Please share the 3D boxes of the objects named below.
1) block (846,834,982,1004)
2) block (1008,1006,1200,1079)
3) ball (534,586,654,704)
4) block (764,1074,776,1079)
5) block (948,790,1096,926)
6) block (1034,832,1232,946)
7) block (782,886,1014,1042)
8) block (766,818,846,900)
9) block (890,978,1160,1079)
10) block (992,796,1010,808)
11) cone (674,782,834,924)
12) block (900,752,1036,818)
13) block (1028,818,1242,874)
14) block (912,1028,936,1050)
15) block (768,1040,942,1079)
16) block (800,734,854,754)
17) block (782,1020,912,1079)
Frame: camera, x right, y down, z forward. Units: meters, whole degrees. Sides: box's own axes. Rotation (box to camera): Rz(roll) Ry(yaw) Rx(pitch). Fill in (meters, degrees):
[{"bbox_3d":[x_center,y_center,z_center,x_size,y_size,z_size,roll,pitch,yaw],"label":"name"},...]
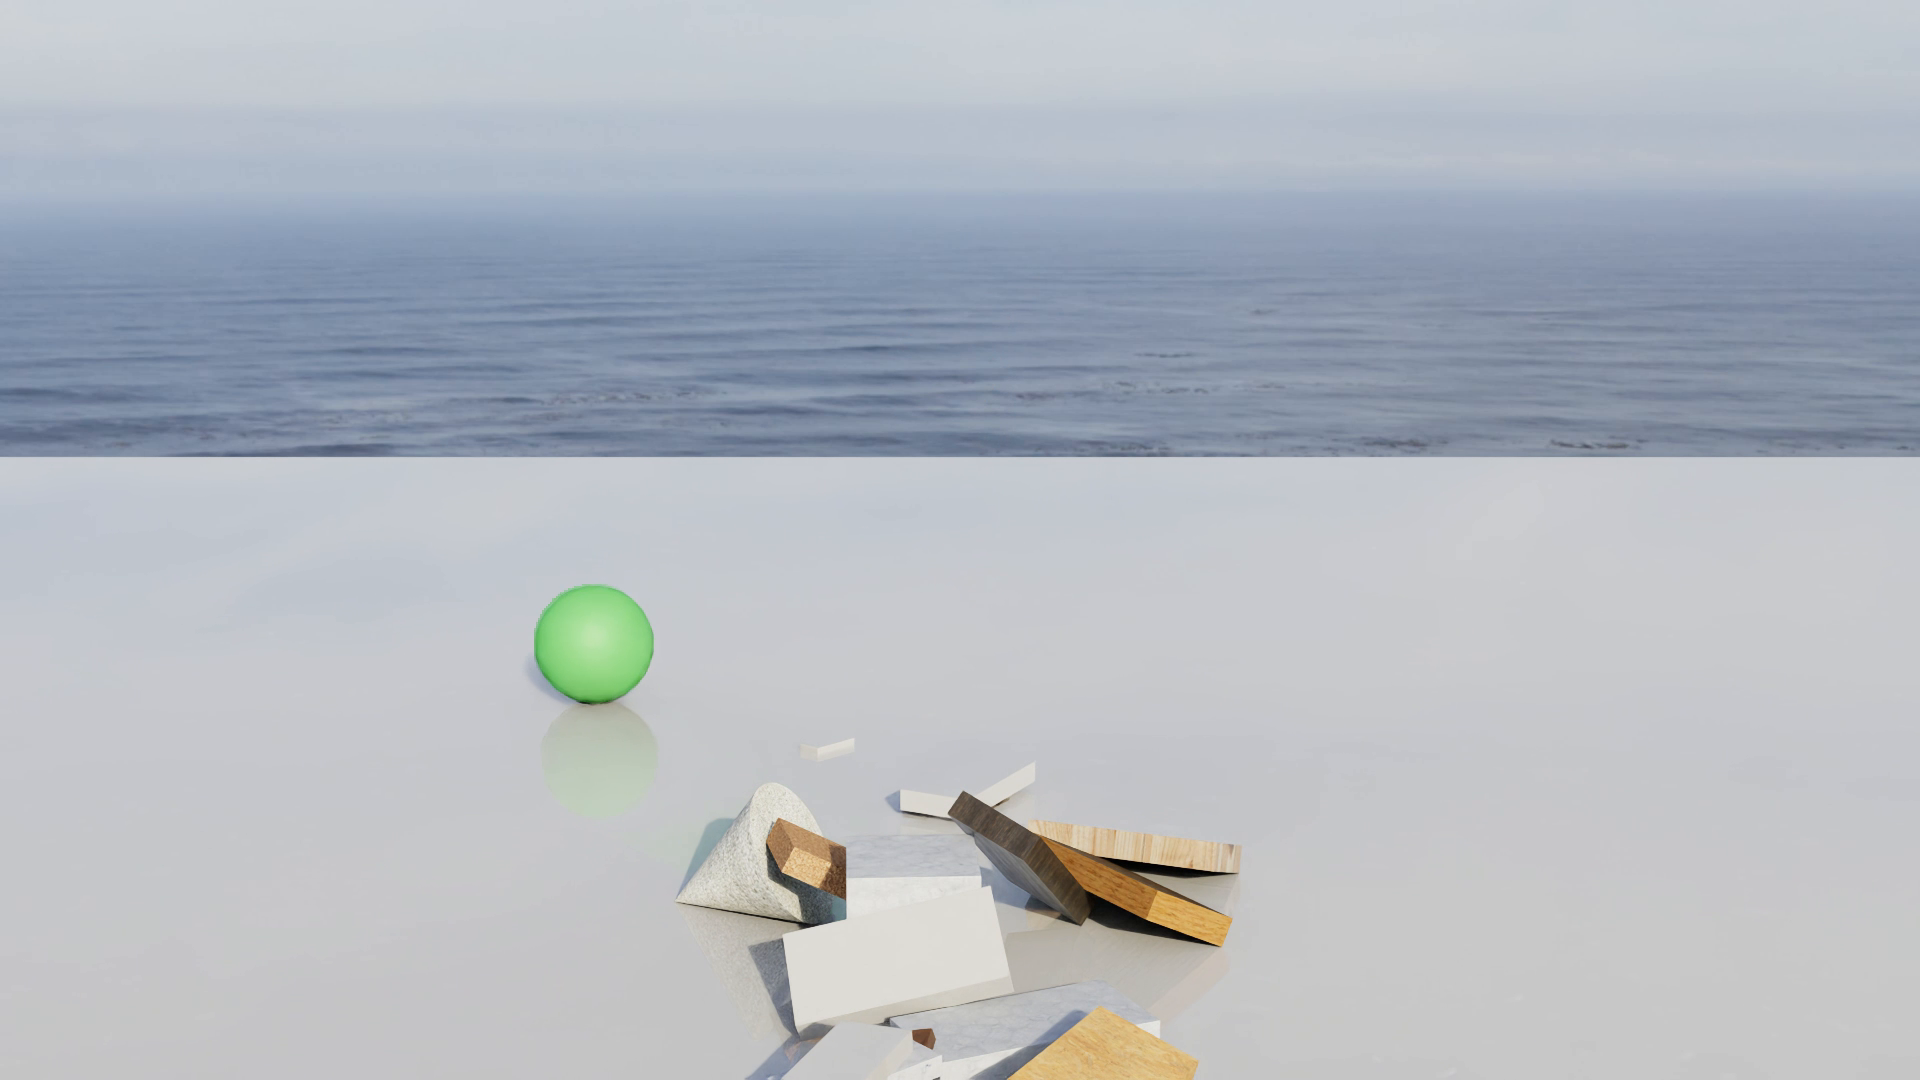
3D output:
[{"bbox_3d":[-0.071,0.564,3.280,0.194,0.194,0.194,-1,11,-3],"label":"block"},{"bbox_3d":[0.172,0.703,2.814,0.154,0.044,0.308,25,21,23],"label":"block"},{"bbox_3d":[-0.812,0.232,4.882,0.262,0.262,0.262,0,11,0],"label":"ball"},{"bbox_3d":[-0.249,0.771,2.577,0.154,0.044,0.570,3,11,15],"label":"block"},{"bbox_3d":[0.099,0.500,3.438,0.153,0.043,0.305,28,-15,31],"label":"block"},{"bbox_3d":[0.265,0.558,3.523,0.167,0.047,0.333,25,-5,-34],"label":"block"},{"bbox_3d":[-0.089,0.598,3.110,0.305,0.043,0.153,-13,47,-1],"label":"block"},{"bbox_3d":[-0.149,0.537,3.454,0.305,0.043,0.153,27,3,-17],"label":"block"},{"bbox_3d":[0.089,0.684,3.036,0.333,0.047,0.166,-5,12,-25],"label":"block"},{"bbox_3d":[0.045,0.493,4.150,0.052,0.015,0.104,6,12,30],"label":"block"},{"bbox_3d":[-0.371,0.551,3.588,0.239,0.239,0.239,-25,2,21],"label":"cone"},{"bbox_3d":[0.018,0.464,4.160,0.141,0.040,0.282,5,12,27],"label":"block"},{"bbox_3d":[0.298,0.523,3.760,0.333,0.047,0.167,4,-7,22],"label":"block"},{"bbox_3d":[-0.081,0.697,2.889,0.068,0.019,0.137,-10,25,19],"label":"block"},{"bbox_3d":[-0.133,0.686,2.810,0.202,0.029,0.101,-12,16,-38],"label":"block"},{"bbox_3d":[-0.273,0.421,4.537,0.052,0.015,0.104,10,14,42],"label":"block"},{"bbox_3d":[-0.145,0.666,2.770,0.101,0.029,0.202,3,13,22],"label":"block"}]
